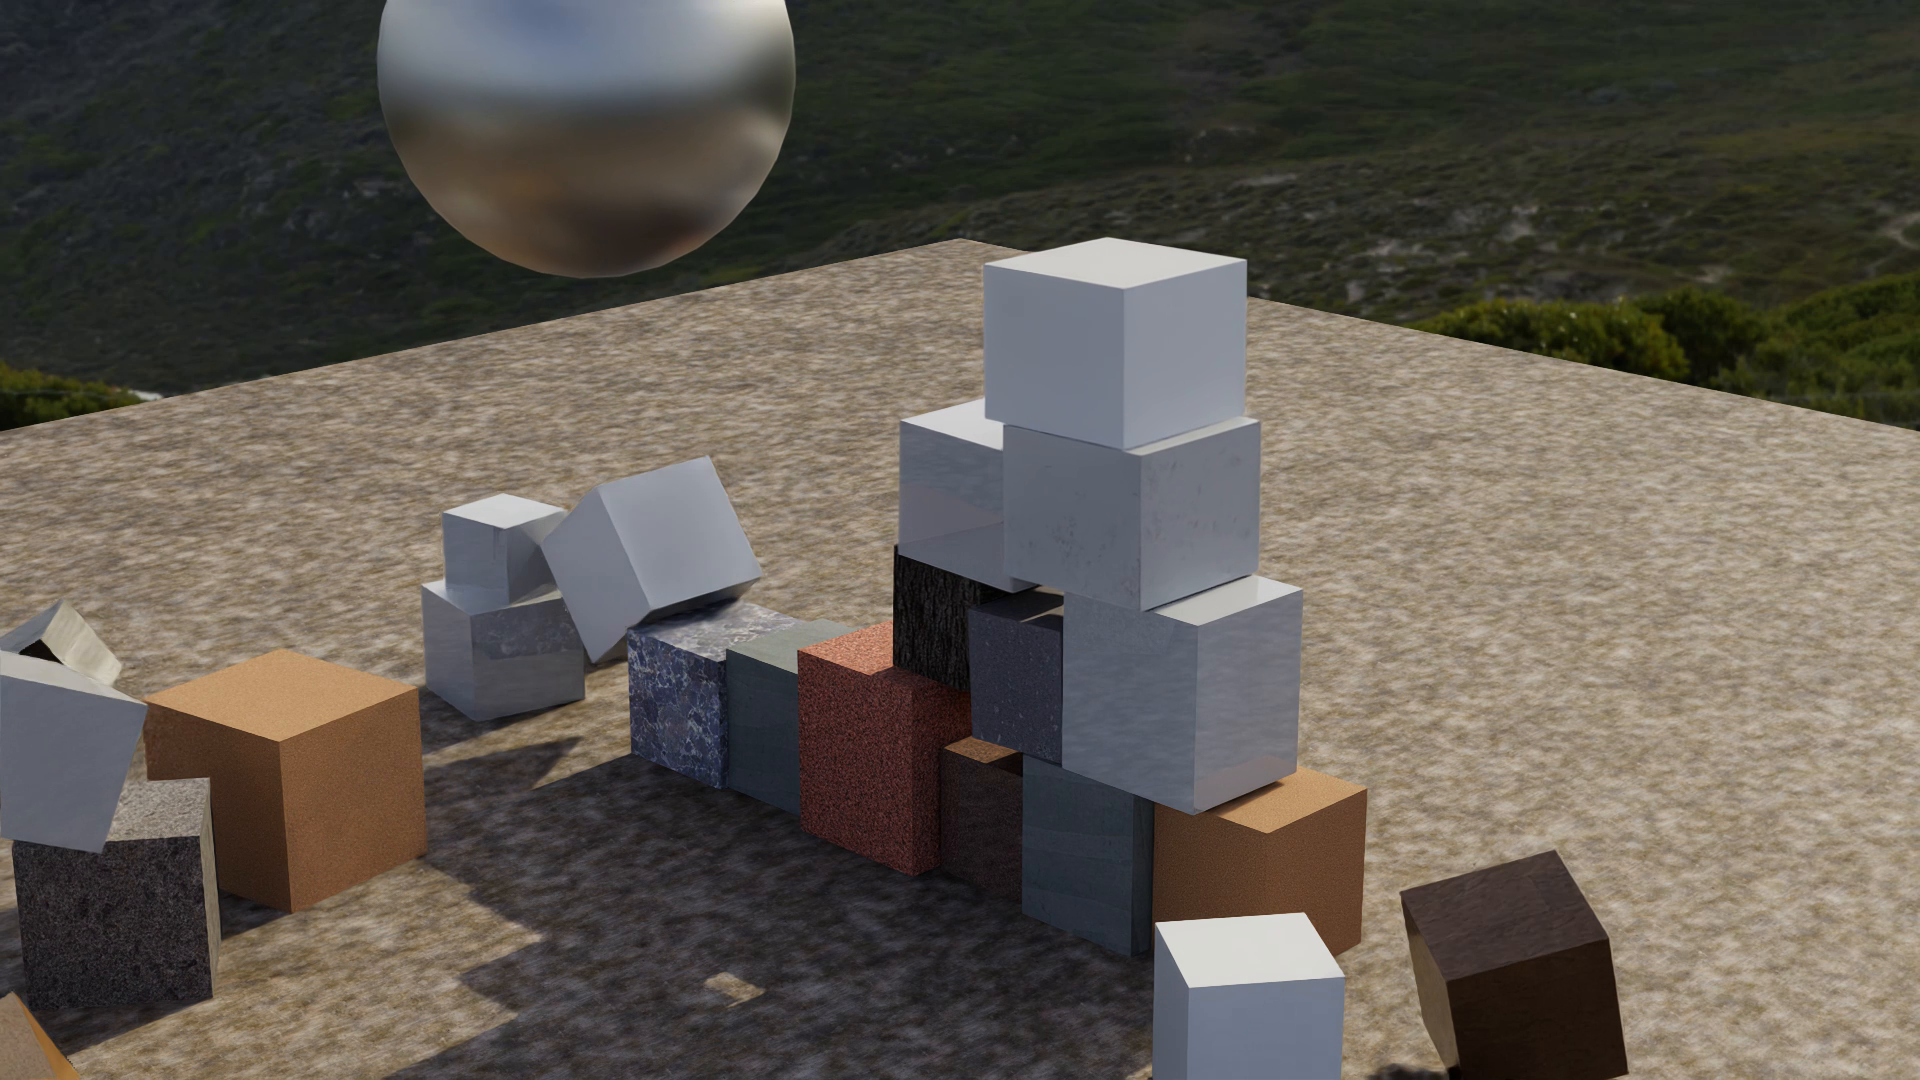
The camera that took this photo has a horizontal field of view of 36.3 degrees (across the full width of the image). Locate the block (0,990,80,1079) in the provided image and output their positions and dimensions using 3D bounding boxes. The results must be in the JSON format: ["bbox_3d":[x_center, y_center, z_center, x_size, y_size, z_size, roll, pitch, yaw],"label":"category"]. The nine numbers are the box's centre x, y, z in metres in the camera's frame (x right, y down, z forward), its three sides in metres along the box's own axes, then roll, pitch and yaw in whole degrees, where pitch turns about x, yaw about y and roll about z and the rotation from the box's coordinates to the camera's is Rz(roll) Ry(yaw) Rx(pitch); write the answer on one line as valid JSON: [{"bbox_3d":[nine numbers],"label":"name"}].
[{"bbox_3d":[-3.244,2.145,9.877,0.745,0.728,0.731,-35,29,-16],"label":"block"}]

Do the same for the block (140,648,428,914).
[{"bbox_3d":[-3.103,1.091,13.502,0.916,0.822,0.839,12,21,34],"label":"block"}]

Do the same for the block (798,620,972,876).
[{"bbox_3d":[-0.211,0.945,13.820,0.779,0.909,0.770,-16,24,-42],"label":"block"}]

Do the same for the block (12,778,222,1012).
[{"bbox_3d":[-3.544,1.487,12.387,0.743,0.734,0.642,-3,18,-9],"label":"block"}]

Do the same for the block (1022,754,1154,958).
[{"bbox_3d":[0.761,1.290,12.976,0.644,0.758,0.731,16,24,42],"label":"block"}]

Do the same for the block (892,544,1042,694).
[{"bbox_3d":[0.090,0.302,13.383,0.551,0.579,0.566,19,25,42],"label":"block"}]

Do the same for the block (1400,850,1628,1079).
[{"bbox_3d":[2.153,1.721,11.416,0.638,0.656,0.627,-15,27,-2],"label":"block"}]

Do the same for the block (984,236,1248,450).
[{"bbox_3d":[0.656,-0.847,12.400,0.784,0.669,0.784,15,23,42],"label":"block"}]

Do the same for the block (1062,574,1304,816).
[{"bbox_3d":[0.946,0.596,12.531,0.680,0.833,0.748,-17,24,-42],"label":"block"}]

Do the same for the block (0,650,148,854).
[{"bbox_3d":[-3.861,0.816,11.850,0.730,0.627,0.708,16,-2,42],"label":"block"}]

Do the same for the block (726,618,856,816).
[{"bbox_3d":[-0.686,0.873,14.350,0.637,0.729,0.641,-17,24,-42],"label":"block"}]

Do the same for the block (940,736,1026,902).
[{"bbox_3d":[0.316,1.232,13.416,0.560,0.605,0.587,-17,24,-42],"label":"block"}]

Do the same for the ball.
[{"bbox_3d":[-1.430,-1.808,11.275,1.600,1.600,1.600,0,17,0],"label":"ball"}]

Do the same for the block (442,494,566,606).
[{"bbox_3d":[-2.401,0.049,15.514,0.483,0.427,0.438,13,22,36],"label":"block"}]

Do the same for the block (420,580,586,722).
[{"bbox_3d":[-2.437,0.542,15.640,0.638,0.589,0.620,-11,21,-32],"label":"block"}]

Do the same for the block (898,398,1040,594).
[{"bbox_3d":[0.232,-0.225,13.068,0.712,0.626,0.712,18,25,41],"label":"block"}]

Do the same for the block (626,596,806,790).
[{"bbox_3d":[-1.175,0.762,14.804,0.702,0.669,0.701,-17,24,-42],"label":"block"}]

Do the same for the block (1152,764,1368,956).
[{"bbox_3d":[1.287,1.418,12.624,0.609,0.725,0.687,16,24,42],"label":"block"}]

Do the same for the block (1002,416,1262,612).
[{"bbox_3d":[0.732,-0.178,12.489,0.774,0.665,0.772,15,23,42],"label":"block"}]

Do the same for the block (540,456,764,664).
[{"bbox_3d":[-1.604,0.105,15.200,0.694,0.701,0.760,-17,-13,-37],"label":"block"}]

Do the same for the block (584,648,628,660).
[{"bbox_3d":[-1.890,0.328,16.493,0.521,0.484,0.532,12,21,33],"label":"block"}]

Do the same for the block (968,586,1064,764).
[{"bbox_3d":[0.464,0.570,13.011,0.554,0.600,0.629,13,21,43],"label":"block"}]

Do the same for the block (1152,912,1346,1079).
[{"bbox_3d":[1.099,1.875,11.269,0.598,0.665,0.575,-3,18,-9],"label":"block"}]

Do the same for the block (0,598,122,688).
[{"bbox_3d":[-4.669,0.683,15.024,0.442,0.467,0.463,-30,22,12],"label":"block"}]
